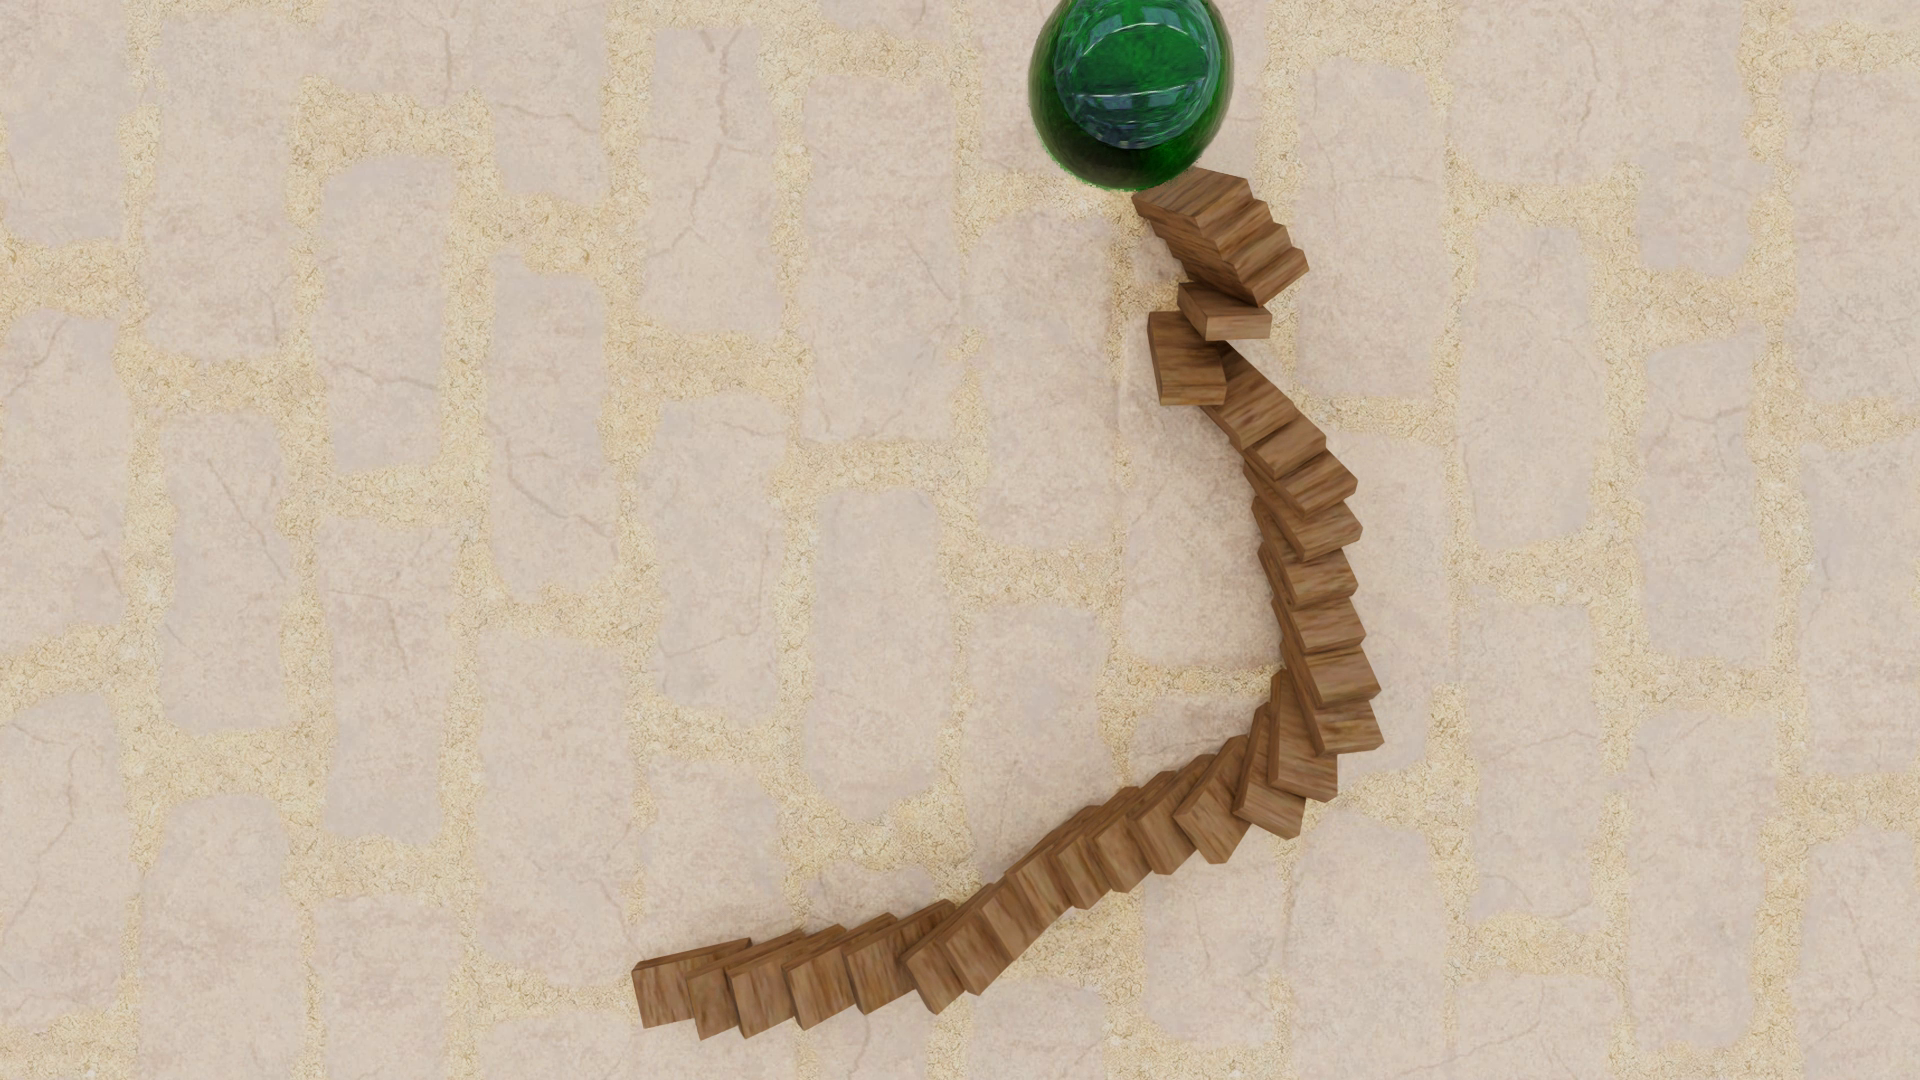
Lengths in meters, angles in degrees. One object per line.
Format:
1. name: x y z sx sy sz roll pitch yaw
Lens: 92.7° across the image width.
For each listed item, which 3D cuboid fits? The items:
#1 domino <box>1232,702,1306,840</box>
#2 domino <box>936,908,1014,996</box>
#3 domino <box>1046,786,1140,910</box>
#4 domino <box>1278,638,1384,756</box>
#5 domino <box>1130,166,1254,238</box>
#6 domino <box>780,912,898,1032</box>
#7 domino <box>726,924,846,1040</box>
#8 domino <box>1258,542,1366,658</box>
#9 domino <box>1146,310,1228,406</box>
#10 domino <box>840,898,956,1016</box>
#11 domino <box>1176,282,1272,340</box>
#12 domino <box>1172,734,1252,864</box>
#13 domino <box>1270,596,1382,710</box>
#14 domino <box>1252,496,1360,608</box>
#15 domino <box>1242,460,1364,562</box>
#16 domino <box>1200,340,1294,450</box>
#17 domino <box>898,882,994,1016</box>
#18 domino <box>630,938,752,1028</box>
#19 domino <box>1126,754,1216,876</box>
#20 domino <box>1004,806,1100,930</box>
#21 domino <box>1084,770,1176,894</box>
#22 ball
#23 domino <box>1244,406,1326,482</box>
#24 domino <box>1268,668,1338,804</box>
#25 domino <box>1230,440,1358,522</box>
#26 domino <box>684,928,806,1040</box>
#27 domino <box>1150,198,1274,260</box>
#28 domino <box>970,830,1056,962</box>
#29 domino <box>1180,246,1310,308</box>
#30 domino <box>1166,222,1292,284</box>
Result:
1. domino: 0.132 0.096 0.382 0.025 0.009 0.050 27 56 0
2. domino: 0.017 0.161 0.382 0.050 0.009 0.025 -33 91 -32
3. domino: 0.062 0.128 0.383 0.050 0.009 0.025 -29 90 -32
4. domino: 0.154 0.063 0.382 0.025 0.009 0.050 -5 59 -6
5. domino: 0.094 -0.140 0.377 0.025 0.050 0.009 -37 126 0
6. domino: -0.047 0.180 0.384 0.050 0.009 0.025 -16 92 -28
7. domino: -0.069 0.183 0.382 0.050 0.009 0.025 -13 90 -28
8. domino: 0.146 0.022 0.383 0.025 0.009 0.050 -12 60 -2
9. domino: 0.093 -0.076 0.380 0.025 0.009 0.050 -1 49 3
10. domino: -0.022 0.174 0.385 0.050 0.010 0.025 -17 90 -26
11. domino: 0.107 -0.095 0.376 0.025 0.050 0.009 -2 120 0
12. domino: 0.111 0.107 0.381 0.050 0.009 0.025 -39 92 -35
13. domino: 0.152 0.044 0.382 0.025 0.009 0.050 -9 59 -6
14. domino: 0.143 0.002 0.383 0.025 0.010 0.050 -12 60 0
15. domino: 0.142 -0.017 0.382 0.025 0.009 0.050 -21 56 -1
16. domino: 0.112 -0.062 0.381 0.025 0.010 0.050 -32 52 0
17. domino: 0.002 0.170 0.384 0.050 0.010 0.025 -30 90 -27
18. domino: -0.113 0.191 0.395 0.050 0.009 0.025 -13 90 0
19. domino: 0.094 0.114 0.383 0.050 0.010 0.025 -29 90 -32
20. domino: 0.045 0.136 0.383 0.050 0.009 0.025 -28 88 -32
21. domino: 0.077 0.121 0.382 0.050 0.010 0.025 -29 90 -32
22. ball: 0.066 -0.179 0.360 0.080 0.080 0.080 0 90 0
23. domino: 0.125 -0.050 0.382 0.025 0.010 0.050 -33 56 -1
24. domino: 0.143 0.081 0.382 0.025 0.010 0.050 17 56 -2
25. domino: 0.138 -0.033 0.381 0.025 0.010 0.050 -28 56 -5
26. domino: -0.088 0.186 0.386 0.050 0.009 0.025 -13 90 -23
27. domino: 0.102 -0.132 0.377 0.025 0.050 0.010 -37 126 0
28. domino: 0.031 0.147 0.383 0.050 0.009 0.025 -33 91 -32
29. domino: 0.116 -0.113 0.377 0.025 0.050 0.009 -37 126 0
30. domino: 0.109 -0.122 0.377 0.025 0.050 0.010 -37 126 0
